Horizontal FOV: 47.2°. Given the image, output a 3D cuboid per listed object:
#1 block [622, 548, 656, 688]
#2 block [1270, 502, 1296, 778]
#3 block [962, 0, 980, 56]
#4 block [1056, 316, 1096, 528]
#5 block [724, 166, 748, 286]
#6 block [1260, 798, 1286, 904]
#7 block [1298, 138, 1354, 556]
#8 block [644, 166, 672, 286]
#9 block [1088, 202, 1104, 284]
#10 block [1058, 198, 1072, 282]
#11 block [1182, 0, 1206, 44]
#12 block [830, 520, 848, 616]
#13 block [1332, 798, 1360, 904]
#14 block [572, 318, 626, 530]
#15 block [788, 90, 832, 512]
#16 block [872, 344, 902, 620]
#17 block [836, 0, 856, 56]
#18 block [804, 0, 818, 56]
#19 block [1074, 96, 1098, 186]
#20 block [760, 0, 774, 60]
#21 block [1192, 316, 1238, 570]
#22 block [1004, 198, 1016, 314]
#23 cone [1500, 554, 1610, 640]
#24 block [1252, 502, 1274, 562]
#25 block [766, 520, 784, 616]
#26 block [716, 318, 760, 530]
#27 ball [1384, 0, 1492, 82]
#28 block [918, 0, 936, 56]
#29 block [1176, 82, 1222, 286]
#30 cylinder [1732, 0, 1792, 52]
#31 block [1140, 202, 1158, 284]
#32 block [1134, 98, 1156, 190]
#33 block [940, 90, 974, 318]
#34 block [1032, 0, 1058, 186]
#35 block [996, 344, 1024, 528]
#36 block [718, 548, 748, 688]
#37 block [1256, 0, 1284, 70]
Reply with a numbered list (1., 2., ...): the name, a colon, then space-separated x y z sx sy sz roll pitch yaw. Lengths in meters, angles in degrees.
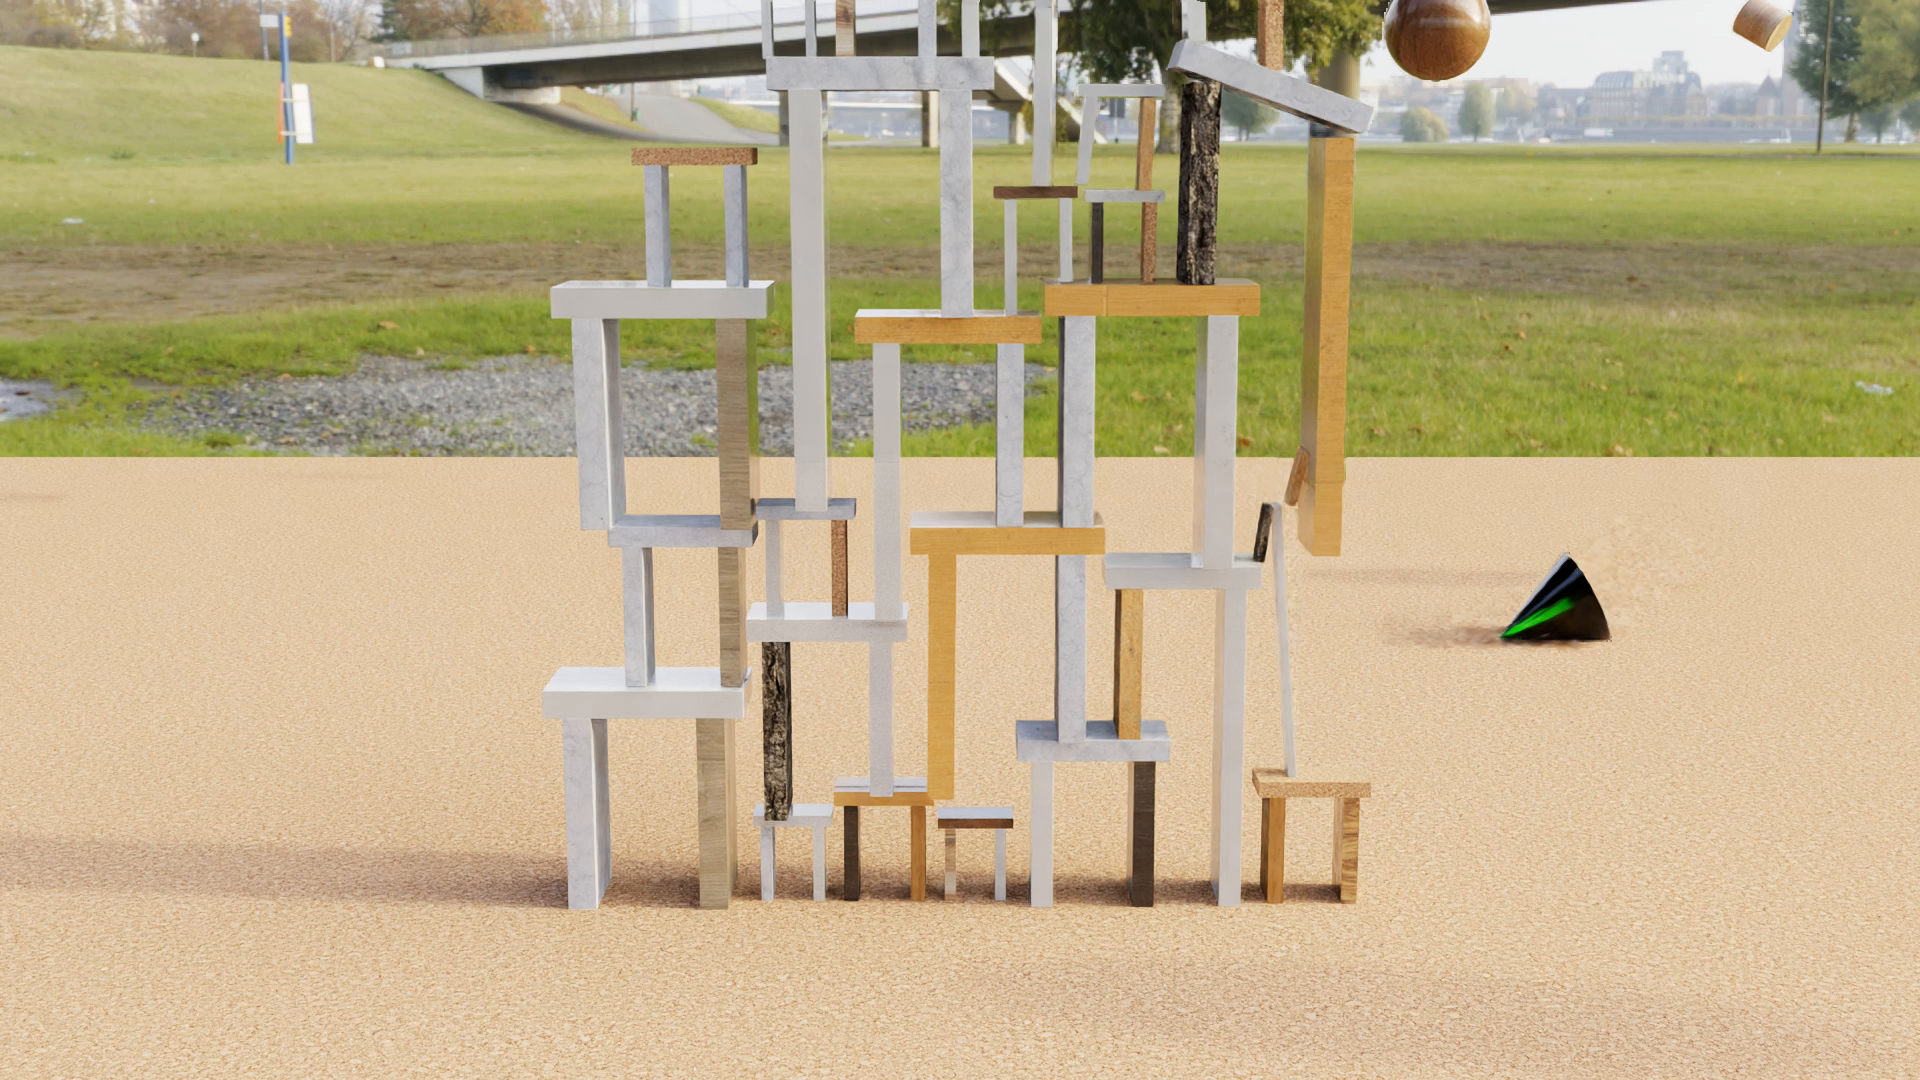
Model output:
1. block: -0.524 0.114 3.586 0.033 0.230 0.115 0 11 0
2. block: 0.528 0.164 3.593 0.013 0.451 0.045 -5 10 1
3. block: 0.015 -0.838 3.401 0.026 0.182 0.091 -1 11 0
4. block: 0.184 -0.199 3.523 0.047 0.334 0.167 0 11 -1
5. block: -0.352 -0.497 3.467 0.026 0.186 0.093 0 10 0
6. block: 0.519 0.501 3.649 0.026 0.182 0.091 0 11 0
7. block: 0.581 -0.309 3.501 0.043 0.652 0.153 0 11 -1
8. block: -0.477 -0.497 3.468 0.026 0.186 0.093 0 10 0
9. block: 0.214 -0.470 3.467 0.018 0.125 0.063 0 12 -2
10. block: 0.166 -0.472 3.460 0.018 0.130 0.065 -1 9 0
11. block: 0.359 -0.867 3.400 0.027 0.190 0.095 -3 10 0
12. block: -0.195 0.038 3.566 0.022 0.158 0.079 0 11 0
13. block: 0.640 0.501 3.649 0.026 0.182 0.091 0 11 0
14. block: -0.577 -0.195 3.525 0.047 0.334 0.167 -1 11 0
15. block: -0.235 -0.380 3.483 0.049 0.650 0.173 0 11 0
16. block: -0.115 -0.102 3.539 0.041 0.443 0.145 0 11 0
17. block: -0.177 -0.842 3.400 0.027 0.190 0.095 0 11 0
18. block: -0.231 -0.798 3.411 0.014 0.101 0.050 -1 11 0
19. block: 0.196 -0.622 3.429 0.019 0.134 0.067 6 9 -1
20. block: -0.298 -0.798 3.410 0.014 0.101 0.050 -1 11 0
21. block: 0.409 -0.165 3.530 0.047 0.402 0.167 0 11 0
22. block: 0.080 -0.449 3.472 0.018 0.180 0.065 0 11 1
23. cone: 1.453 0.194 5.494 0.242 0.242 0.242 -26 10 3
24. block: 0.490 -0.012 3.560 0.013 0.091 0.045 8 10 -2
25. block: -0.300 0.038 3.565 0.022 0.157 0.079 0 11 0
26. block: -0.355 -0.195 3.525 0.047 0.334 0.167 0 10 1
27. ball: 1.325 -1.421 6.104 0.290 0.290 0.290 0 11 0
28. block: -0.051 -0.842 3.401 0.027 0.190 0.095 0 11 0
29. block: 0.374 -0.560 3.452 0.043 0.307 0.153 1 11 -1
30. cylinder: 2.381 -1.531 6.524 0.120 0.120 0.120 41 31 27
31. block: 0.297 -0.471 3.470 0.018 0.125 0.063 1 11 -1
32. block: 0.290 -0.618 3.439 0.019 0.140 0.067 2 11 -2
33. block: -0.005 -0.530 3.454 0.049 0.346 0.173 0 11 0
34. block: 0.133 -0.740 3.407 0.026 0.378 0.091 2 10 7
35. block: 0.079 -0.177 3.524 0.041 0.291 0.145 0 11 0
36. block: -0.370 0.114 3.586 0.033 0.230 0.115 0 11 0
37. block: 0.480 -0.825 3.408 0.027 0.190 0.095 -2 10 0
